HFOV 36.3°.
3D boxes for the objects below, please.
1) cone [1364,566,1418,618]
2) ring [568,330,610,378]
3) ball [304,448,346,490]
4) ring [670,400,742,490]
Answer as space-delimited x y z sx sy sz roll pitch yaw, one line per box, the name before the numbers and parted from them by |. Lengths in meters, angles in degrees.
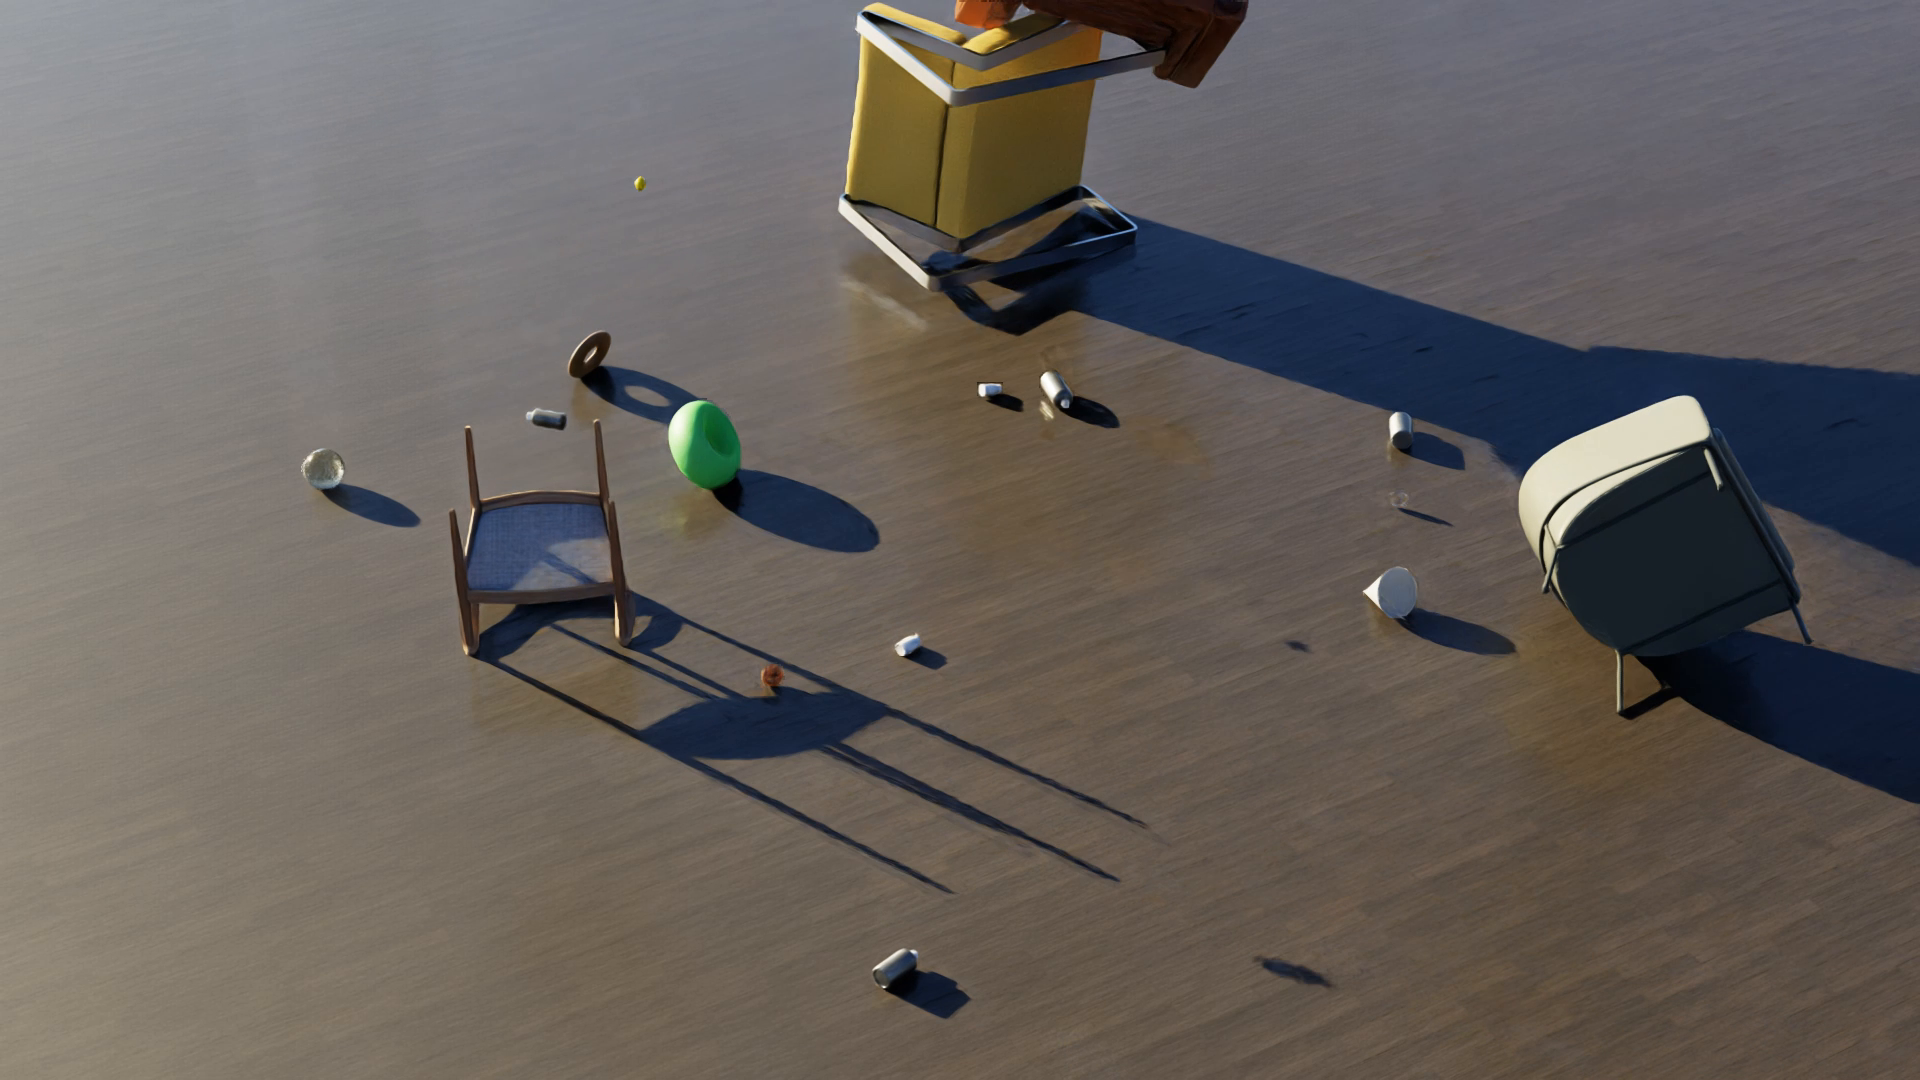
cone | 1.517 0.189 10.583 0.192 0.186 0.184 -15 9 -32
ring | -1.504 -0.755 11.911 0.039 0.217 0.281 33 26 14
ball | -2.432 -0.271 11.213 0.157 0.157 0.157 0 33 0
ring | -0.976 -0.363 11.241 0.156 0.311 0.387 -33 43 26
